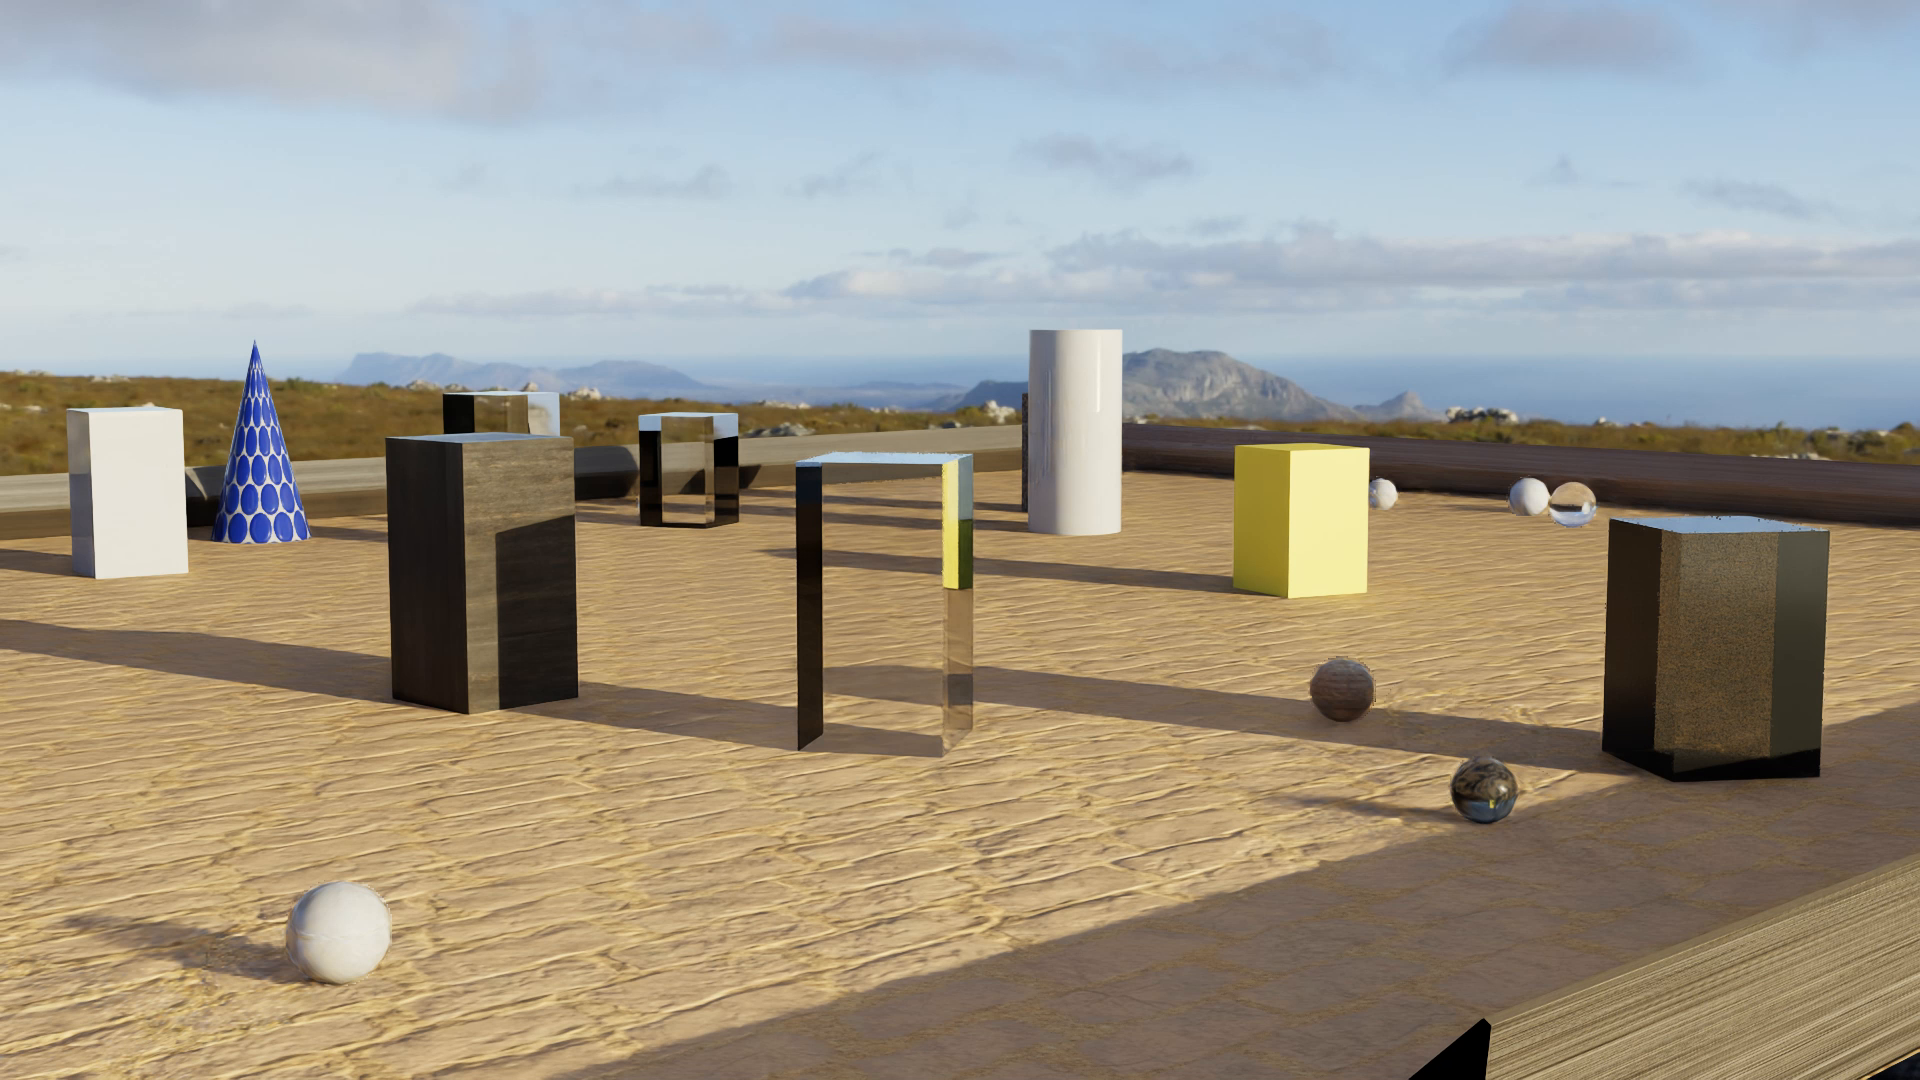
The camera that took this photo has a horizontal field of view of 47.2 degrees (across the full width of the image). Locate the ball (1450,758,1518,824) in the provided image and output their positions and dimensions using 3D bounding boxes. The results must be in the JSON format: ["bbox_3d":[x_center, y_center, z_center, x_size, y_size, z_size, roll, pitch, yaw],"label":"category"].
[{"bbox_3d":[0.453,0.217,1.900,0.057,0.057,0.057,0,6,0],"label":"ball"}]

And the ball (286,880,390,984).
[{"bbox_3d":[-0.410,0.259,1.451,0.067,0.067,0.067,0,6,0],"label":"ball"}]

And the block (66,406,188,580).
[{"bbox_3d":[-1.400,-0.083,3.695,0.149,0.273,0.149,-4,7,-35],"label":"block"}]

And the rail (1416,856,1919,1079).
[{"bbox_3d":[1.261,0.176,1.973,4.462,0.121,0.045,-6,8,-42],"label":"rail"}]

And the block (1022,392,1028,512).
[{"bbox_3d":[0.240,-0.191,4.792,0.149,0.258,0.149,5,8,41],"label":"block"}]

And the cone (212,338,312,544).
[{"bbox_3d":[-1.347,-0.195,4.221,0.186,0.385,0.186,0,6,0],"label":"cone"}]

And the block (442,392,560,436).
[{"bbox_3d":[-0.847,-0.129,4.073,0.149,0.286,0.149,4,7,31],"label":"block"}]

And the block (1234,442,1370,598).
[{"bbox_3d":[0.535,-0.034,3.459,0.149,0.226,0.149,-3,7,-27],"label":"block"}]

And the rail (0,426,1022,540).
[{"bbox_3d":[-1.261,-0.113,4.691,4.462,0.121,0.045,-6,8,-42],"label":"rail"}]

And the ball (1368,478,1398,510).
[{"bbox_3d":[0.923,-0.100,4.820,0.070,0.070,0.070,0,6,0],"label":"ball"}]

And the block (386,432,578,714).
[{"bbox_3d":[-0.542,0.032,2.495,0.149,0.298,0.149,6,8,42],"label":"block"}]

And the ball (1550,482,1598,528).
[{"bbox_3d":[1.236,-0.070,4.433,0.093,0.093,0.093,0,6,0],"label":"ball"}]

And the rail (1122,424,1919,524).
[{"bbox_3d":[1.622,-0.126,4.821,0.045,0.121,3.766,-6,8,-42],"label":"rail"}]

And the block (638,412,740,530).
[{"bbox_3d":[-0.554,-0.144,4.502,0.149,0.225,0.149,2,6,21],"label":"block"}]

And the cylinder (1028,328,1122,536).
[{"bbox_3d":[0.229,-0.218,4.372,0.186,0.400,0.186,0,6,0],"label":"cylinder"}]

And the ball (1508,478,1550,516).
[{"bbox_3d":[1.209,-0.091,4.675,0.083,0.083,0.083,0,6,0],"label":"ball"}]

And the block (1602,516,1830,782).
[{"bbox_3d":[0.731,0.102,2.138,0.149,0.235,0.149,-1,6,-9],"label":"block"}]

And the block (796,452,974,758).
[{"bbox_3d":[-0.075,0.061,2.251,0.149,0.292,0.149,1,6,12],"label":"block"}]

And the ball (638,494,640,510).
[{"bbox_3d":[-0.641,-0.079,4.610,0.072,0.072,0.072,0,6,0],"label":"ball"}]

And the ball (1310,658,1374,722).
[{"bbox_3d":[0.411,0.162,2.365,0.068,0.068,0.068,0,6,0],"label":"ball"}]
